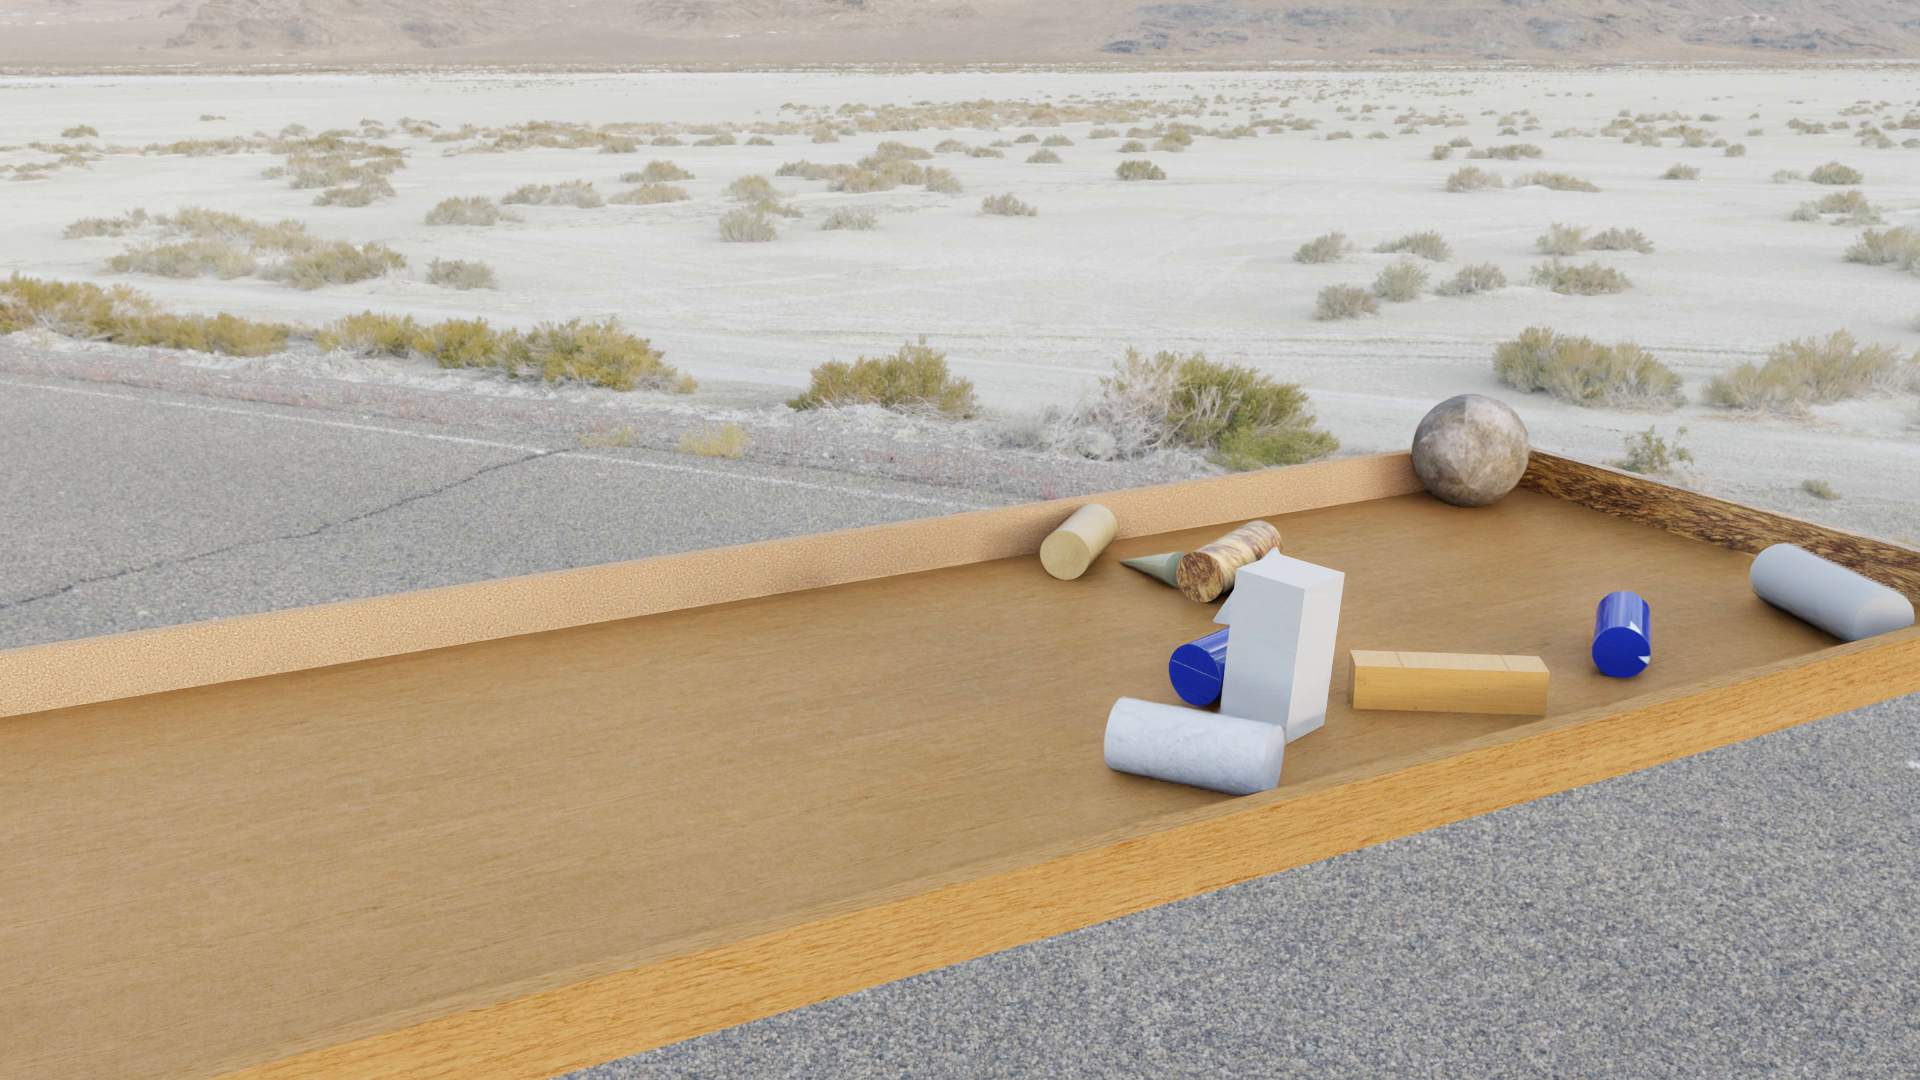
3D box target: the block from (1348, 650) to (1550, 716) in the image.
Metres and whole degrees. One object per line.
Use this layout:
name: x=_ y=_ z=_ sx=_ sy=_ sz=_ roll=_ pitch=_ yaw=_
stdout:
block: x=1.176 y=0.344 z=3.990 sx=0.450 sy=0.109 sz=0.109 roll=2 pitch=16 yaw=5

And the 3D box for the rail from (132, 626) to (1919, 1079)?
rail: x=-2.336 y=1.006 z=1.665 sx=12.000 sy=0.150 sz=0.050 roll=-9 pitch=18 yaw=-27

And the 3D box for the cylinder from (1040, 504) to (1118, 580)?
cylinder: x=0.369 y=0.002 z=5.079 sx=0.153 sy=0.153 sz=0.332 roll=6 pitch=17 yaw=19

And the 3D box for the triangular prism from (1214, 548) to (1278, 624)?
triangular prism: x=0.846 y=0.127 z=4.697 sx=0.139 sy=0.121 sz=0.382 roll=7 pitch=18 yaw=24

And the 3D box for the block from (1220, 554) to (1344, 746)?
block: x=0.742 y=0.250 z=3.811 sx=0.178 sy=0.377 sz=0.178 roll=18 pitch=22 yaw=38

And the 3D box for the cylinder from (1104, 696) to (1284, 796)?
cylinder: x=0.504 y=0.446 z=3.552 sx=0.350 sy=0.161 sz=0.161 roll=8 pitch=18 yaw=26

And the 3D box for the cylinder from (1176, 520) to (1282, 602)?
cylinder: x=0.803 y=0.060 z=4.887 sx=0.150 sy=0.150 sz=0.405 roll=11 pitch=20 yaw=33

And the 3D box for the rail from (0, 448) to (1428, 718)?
rail: x=-3.305 y=0.497 z=3.399 sx=12.000 sy=0.150 sz=0.050 roll=-9 pitch=18 yaw=-27

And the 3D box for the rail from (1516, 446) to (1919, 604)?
rail: x=2.466 y=-0.048 z=5.253 sx=0.050 sy=0.150 sz=2.100 roll=-9 pitch=18 yaw=-27

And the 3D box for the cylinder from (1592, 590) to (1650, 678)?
cylinder: x=1.721 y=0.242 z=4.288 sx=0.136 sy=0.136 sz=0.312 roll=6 pitch=18 yaw=21

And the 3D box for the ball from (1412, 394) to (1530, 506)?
ball: x=1.773 y=-0.313 z=5.728 sx=0.390 sy=0.390 sz=0.390 roll=0 pitch=16 yaw=0

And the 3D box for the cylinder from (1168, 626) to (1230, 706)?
cylinder: x=0.693 y=0.289 z=4.100 sx=0.154 sy=0.154 sz=0.365 roll=15 pitch=22 yaw=42

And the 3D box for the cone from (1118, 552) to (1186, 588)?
cone: x=0.569 y=0.077 z=5.001 sx=0.106 sy=0.106 sz=0.303 roll=-10 pitch=9 yaw=-31

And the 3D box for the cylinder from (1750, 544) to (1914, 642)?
cylinder: x=2.378 y=0.156 z=4.518 sx=0.173 sy=0.173 sz=0.446 roll=-3 pitch=17 yaw=-8
